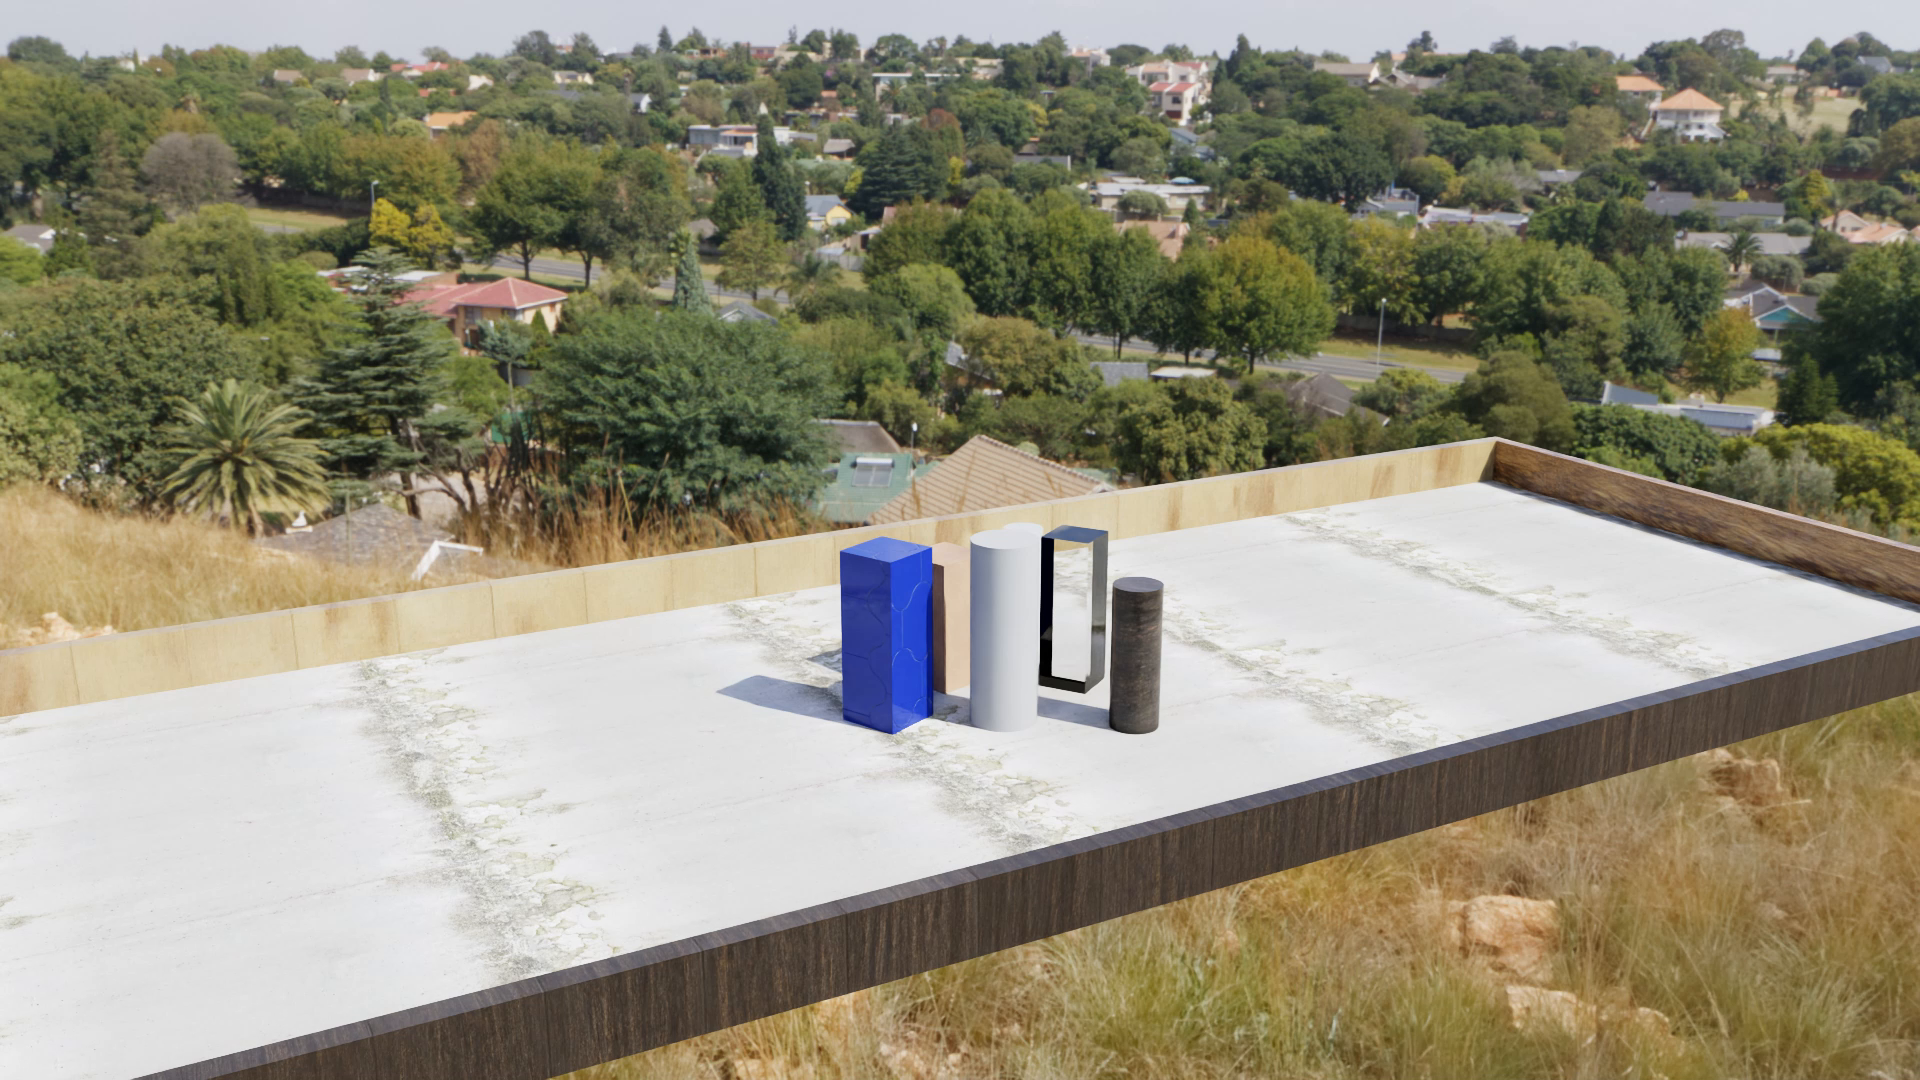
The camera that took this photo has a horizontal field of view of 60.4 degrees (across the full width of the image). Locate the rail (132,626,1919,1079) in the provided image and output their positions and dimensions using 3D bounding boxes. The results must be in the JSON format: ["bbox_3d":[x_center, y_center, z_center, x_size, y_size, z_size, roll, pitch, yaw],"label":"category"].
[{"bbox_3d":[-2.336,1.006,1.665,12.000,0.150,0.050,-9,18,-27],"label":"rail"}]

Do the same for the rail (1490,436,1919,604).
[{"bbox_3d":[2.466,-0.048,5.253,0.050,0.150,2.100,-9,18,-27],"label":"rail"}]

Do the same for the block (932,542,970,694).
[{"bbox_3d":[-0.038,0.192,4.117,0.149,0.330,0.149,-16,22,-42],"label":"block"}]

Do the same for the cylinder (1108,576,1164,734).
[{"bbox_3d":[0.409,0.268,3.828,0.118,0.347,0.118,0,16,0],"label":"cylinder"}]

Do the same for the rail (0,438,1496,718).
[{"bbox_3d":[-3.305,0.497,3.399,12.000,0.150,0.050,-9,18,-27],"label":"rail"}]

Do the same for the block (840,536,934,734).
[{"bbox_3d":[-0.170,0.221,3.862,0.152,0.417,0.152,12,20,35],"label":"block"}]

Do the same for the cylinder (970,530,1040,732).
[{"bbox_3d":[0.103,0.211,3.847,0.160,0.445,0.160,0,16,0],"label":"cylinder"}]

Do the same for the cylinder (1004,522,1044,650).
[{"bbox_3d":[0.165,0.126,4.343,0.104,0.329,0.104,0,16,0],"label":"cylinder"}]

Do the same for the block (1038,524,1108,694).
[{"bbox_3d":[0.281,0.171,4.088,0.125,0.387,0.125,8,18,27],"label":"block"}]
